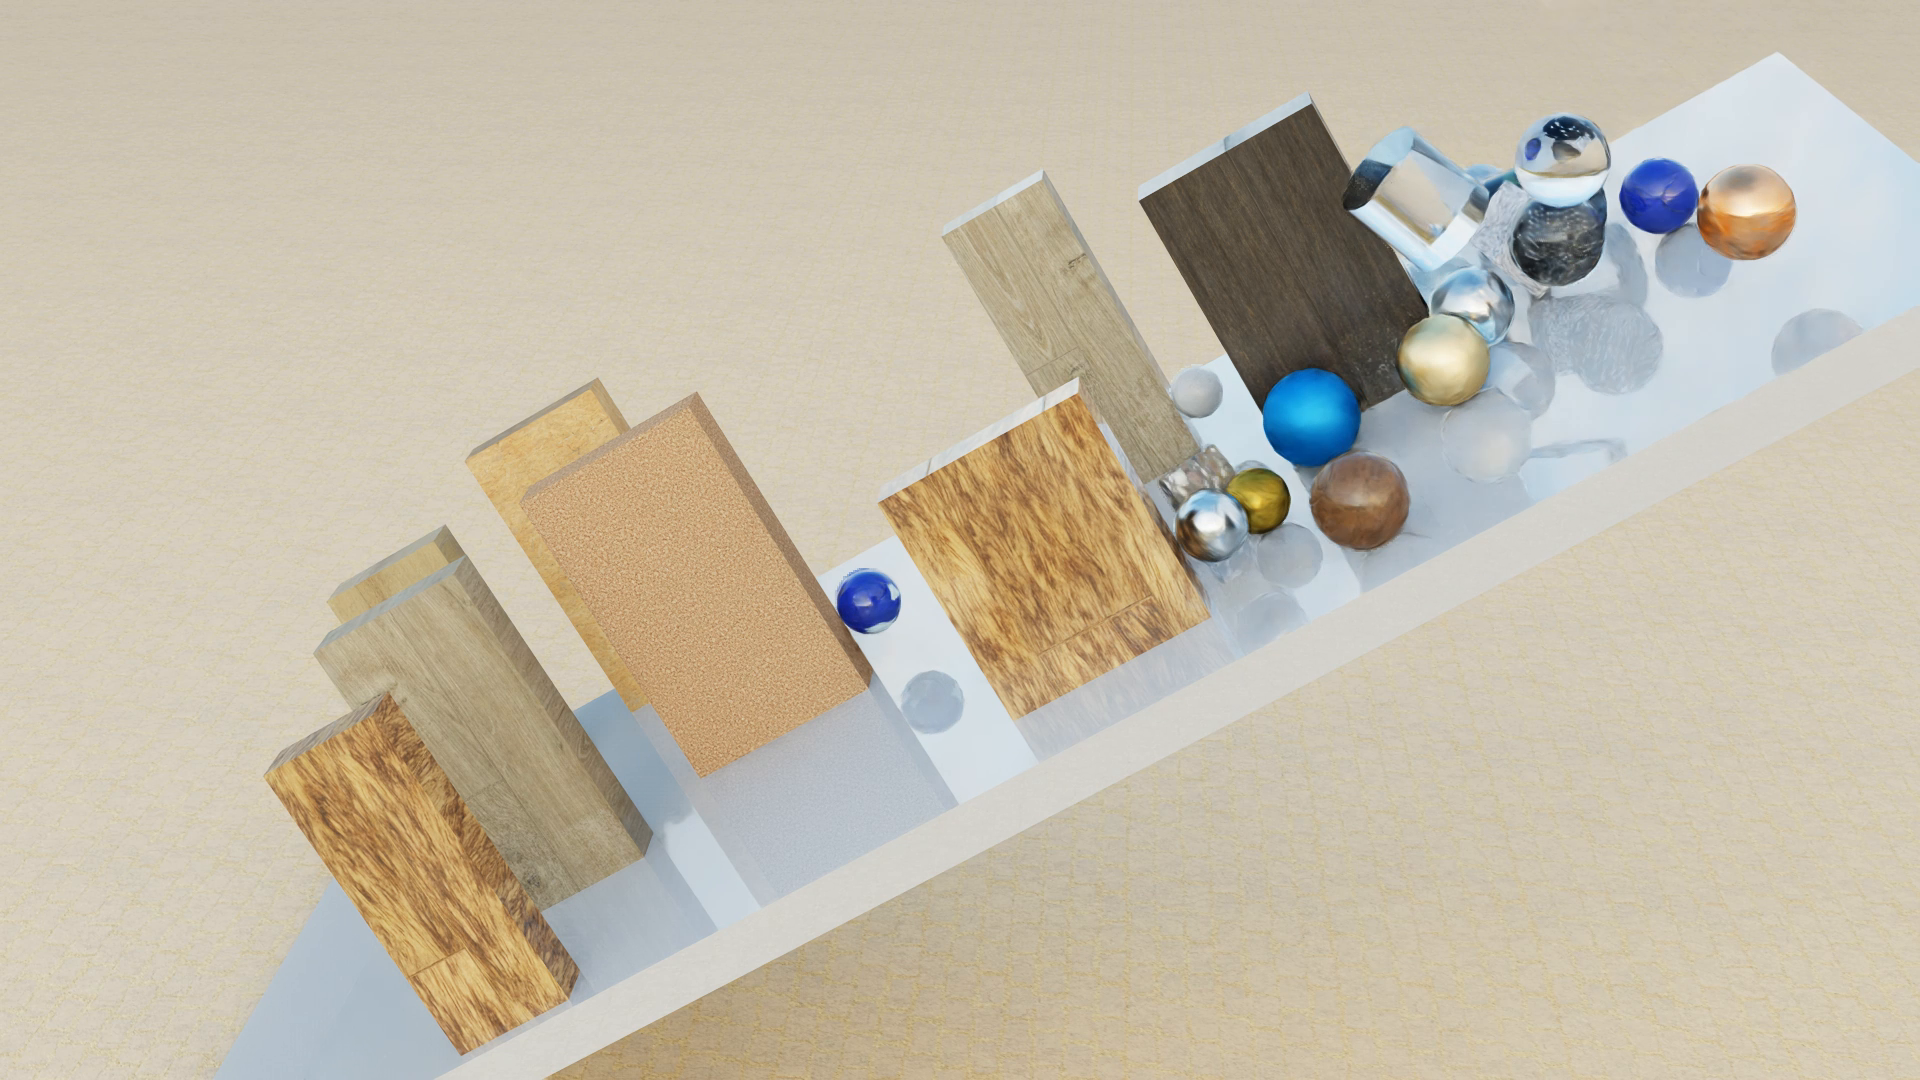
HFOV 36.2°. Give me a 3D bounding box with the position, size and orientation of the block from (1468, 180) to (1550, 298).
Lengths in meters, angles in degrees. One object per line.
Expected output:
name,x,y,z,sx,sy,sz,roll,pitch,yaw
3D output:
block,1.173,-0.627,6.128,0.152,0.152,0.152,33,11,-29

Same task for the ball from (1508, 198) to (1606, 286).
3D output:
ball,1.206,-0.609,5.948,0.193,0.193,0.193,0,19,0

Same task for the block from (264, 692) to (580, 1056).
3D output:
block,-1.013,0.635,5.569,0.248,0.666,0.120,-29,15,12

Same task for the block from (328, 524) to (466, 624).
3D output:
block,-1.203,0.315,7.072,0.309,0.634,0.126,-29,15,12

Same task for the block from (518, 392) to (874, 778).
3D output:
block,-0.559,0.102,6.289,0.427,0.721,0.119,-29,15,12

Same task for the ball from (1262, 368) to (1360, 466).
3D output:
ball,0.706,-0.246,5.907,0.197,0.197,0.197,0,19,0

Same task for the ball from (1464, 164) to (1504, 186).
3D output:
ball,1.202,-0.790,6.775,0.153,0.153,0.153,0,19,0

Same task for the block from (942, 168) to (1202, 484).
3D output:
block,0.250,-0.441,6.464,0.251,0.705,0.115,-29,15,12

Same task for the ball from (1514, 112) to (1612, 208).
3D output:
ball,1.146,-0.723,5.595,0.181,0.181,0.181,0,19,0

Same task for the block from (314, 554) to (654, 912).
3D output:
block,-0.983,0.425,6.099,0.349,0.715,0.122,-29,15,12

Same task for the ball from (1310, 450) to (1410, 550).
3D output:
ball,0.725,-0.072,5.327,0.181,0.181,0.181,0,19,0

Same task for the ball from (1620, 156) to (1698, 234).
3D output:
ball,1.431,-0.705,6.020,0.157,0.157,0.157,0,19,0

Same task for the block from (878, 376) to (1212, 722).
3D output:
block,0.161,0.020,5.529,0.430,0.502,0.110,-29,15,12

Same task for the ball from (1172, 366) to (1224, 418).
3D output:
ball,0.520,-0.322,6.437,0.113,0.113,0.113,0,19,0

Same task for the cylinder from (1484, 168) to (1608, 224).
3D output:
cylinder,1.267,-0.731,6.370,0.193,0.193,0.193,-20,4,37

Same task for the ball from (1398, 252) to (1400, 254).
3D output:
ball,0.898,-0.699,6.466,0.194,0.194,0.194,0,19,0

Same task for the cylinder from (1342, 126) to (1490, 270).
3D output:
cylinder,0.911,-0.682,5.878,0.207,0.207,0.207,35,10,-18

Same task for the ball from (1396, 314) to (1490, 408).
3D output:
ball,0.951,-0.353,5.787,0.182,0.182,0.182,0,19,0

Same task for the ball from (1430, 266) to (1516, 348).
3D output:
ball,1.043,-0.469,5.988,0.172,0.172,0.172,0,19,0

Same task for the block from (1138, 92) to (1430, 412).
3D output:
block,0.696,-0.551,6.086,0.399,0.619,0.140,-29,15,12

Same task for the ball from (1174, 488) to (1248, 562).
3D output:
ball,0.475,-0.027,5.566,0.140,0.140,0.140,0,19,0

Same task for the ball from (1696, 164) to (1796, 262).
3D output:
ball,1.431,-0.596,5.353,0.177,0.177,0.177,0,19,0

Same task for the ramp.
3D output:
ramp,0.142,0.168,6.286,4.000,0.100,2.000,-29,15,12

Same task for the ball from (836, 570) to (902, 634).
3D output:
ball,-0.196,0.134,6.350,0.140,0.140,0.140,0,19,0

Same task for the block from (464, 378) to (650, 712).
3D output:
block,-0.832,0.017,7.092,0.360,0.739,0.102,-29,15,12

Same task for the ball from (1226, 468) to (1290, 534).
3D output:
ball,0.579,-0.076,5.737,0.131,0.131,0.131,0,19,0

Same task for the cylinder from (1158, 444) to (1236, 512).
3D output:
cylinder,0.495,-0.107,6.006,0.130,0.130,0.130,-34,24,-3

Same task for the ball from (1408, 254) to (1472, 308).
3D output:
ball,1.019,-0.528,6.248,0.171,0.171,0.171,0,19,0
